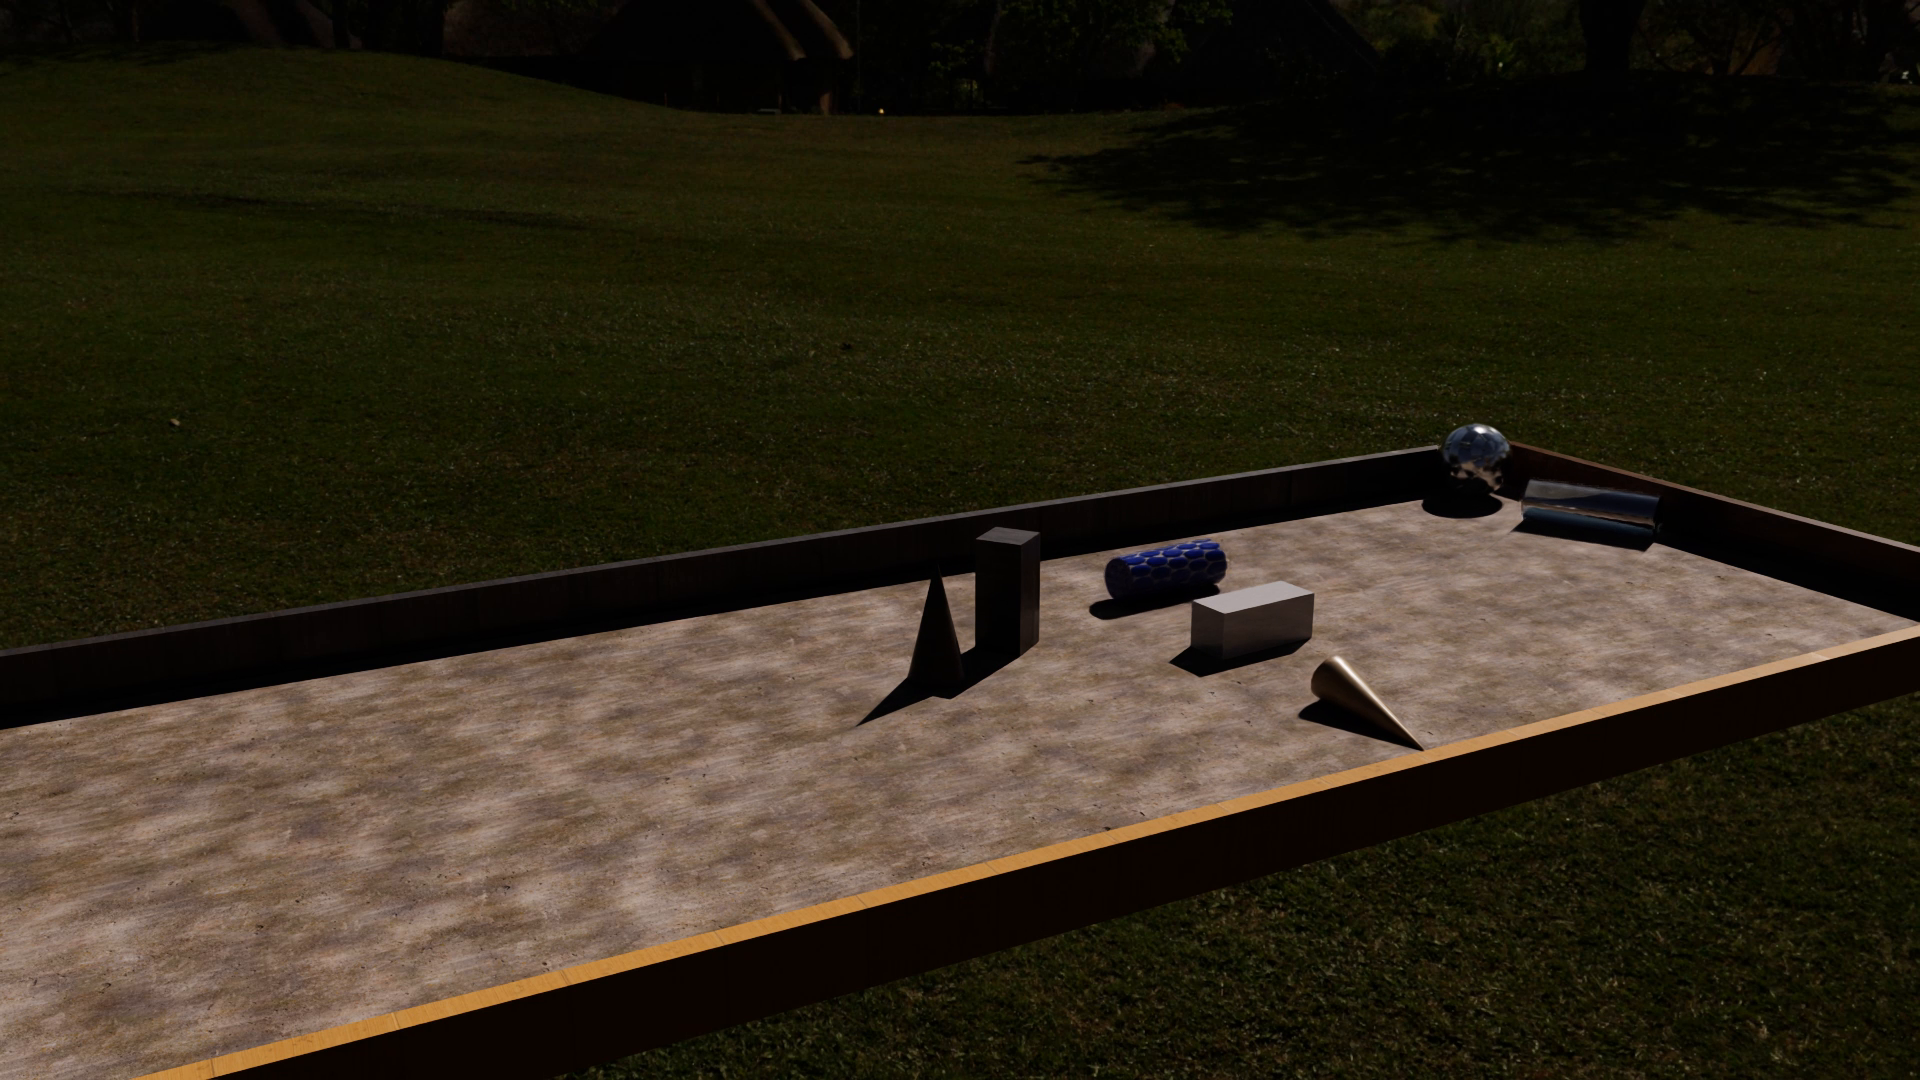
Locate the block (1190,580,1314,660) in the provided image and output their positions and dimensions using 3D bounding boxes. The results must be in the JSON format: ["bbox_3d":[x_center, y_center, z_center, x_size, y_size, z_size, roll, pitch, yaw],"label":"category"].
[{"bbox_3d":[0.782,0.212,4.407,0.319,0.128,0.128,-10,19,-31],"label":"block"}]

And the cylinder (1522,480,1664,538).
[{"bbox_3d":[2.095,-0.105,5.471,0.418,0.137,0.137,11,20,33],"label":"cylinder"}]

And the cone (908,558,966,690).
[{"bbox_3d":[-0.058,0.196,4.120,0.151,0.321,0.151,0,16,0],"label":"cone"}]

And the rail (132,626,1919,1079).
[{"bbox_3d":[-2.336,1.006,1.665,12.000,0.150,0.050,-9,18,-27],"label":"rail"}]

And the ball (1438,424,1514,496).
[{"bbox_3d":[1.831,-0.284,5.857,0.261,0.261,0.261,0,16,0],"label":"ball"}]

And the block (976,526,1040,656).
[{"bbox_3d":[0.126,0.135,4.354,0.129,0.305,0.129,8,18,24],"label":"block"}]

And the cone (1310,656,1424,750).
[{"bbox_3d":[0.978,0.407,3.865,0.117,0.117,0.360,-8,27,-25],"label":"cone"}]

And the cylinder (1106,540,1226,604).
[{"bbox_3d":[0.602,0.091,4.812,0.348,0.131,0.131,-10,19,-31],"label":"cylinder"}]

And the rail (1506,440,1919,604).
[{"bbox_3d":[2.466,-0.048,5.253,0.050,0.150,2.100,-9,18,-27],"label":"rail"}]

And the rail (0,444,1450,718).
[{"bbox_3d":[-3.305,0.497,3.399,12.000,0.150,0.050,-9,18,-27],"label":"rail"}]
